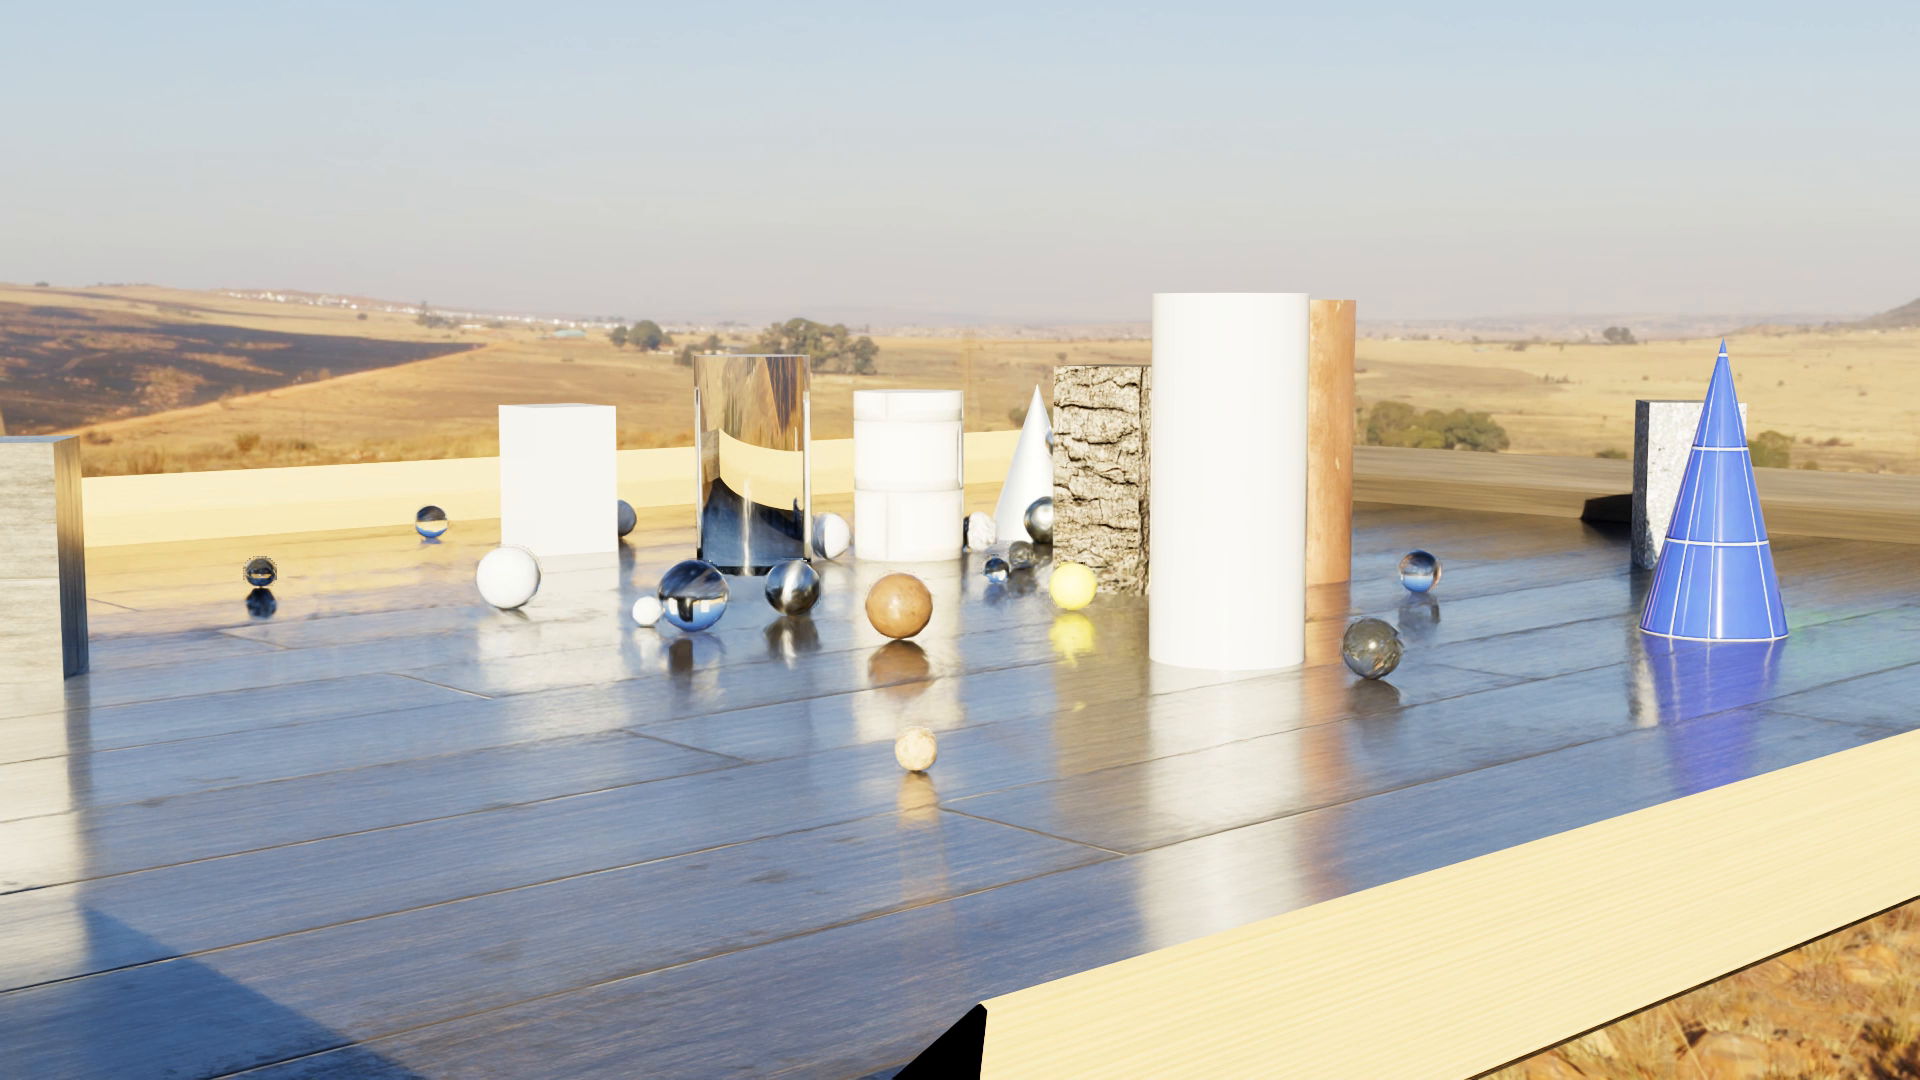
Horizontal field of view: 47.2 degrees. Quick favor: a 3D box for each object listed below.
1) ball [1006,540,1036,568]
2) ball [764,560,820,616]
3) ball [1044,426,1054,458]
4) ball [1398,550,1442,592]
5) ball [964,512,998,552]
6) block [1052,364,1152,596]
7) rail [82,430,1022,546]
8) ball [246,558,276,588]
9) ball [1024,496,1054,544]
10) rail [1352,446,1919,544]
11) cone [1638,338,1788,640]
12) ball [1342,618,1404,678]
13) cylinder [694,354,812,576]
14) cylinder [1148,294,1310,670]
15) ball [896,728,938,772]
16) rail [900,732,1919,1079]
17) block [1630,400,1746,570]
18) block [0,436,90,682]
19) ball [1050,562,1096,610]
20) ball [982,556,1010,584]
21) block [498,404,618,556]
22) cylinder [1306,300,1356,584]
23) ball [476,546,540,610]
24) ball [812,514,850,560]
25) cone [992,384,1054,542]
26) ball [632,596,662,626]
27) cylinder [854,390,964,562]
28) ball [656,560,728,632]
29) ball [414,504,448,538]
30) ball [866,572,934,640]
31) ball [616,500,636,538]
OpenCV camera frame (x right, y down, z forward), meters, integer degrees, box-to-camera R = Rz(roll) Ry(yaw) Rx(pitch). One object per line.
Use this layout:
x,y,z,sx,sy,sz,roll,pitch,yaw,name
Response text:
0.106,0.025,3.809,0.050,0.050,0.050,0,6,0,ball
-0.247,0.070,3.230,0.082,0.082,0.082,0,6,0,ball
0.201,-0.190,4.283,0.073,0.073,0.073,0,6,0,ball
0.729,0.050,3.488,0.067,0.067,0.067,0,6,0,ball
0.034,-0.015,4.089,0.072,0.072,0.072,0,6,0,ball
0.261,-0.102,3.543,0.160,0.358,0.160,4,7,36,block
-1.155,-0.096,4.577,3.888,0.130,0.045,-5,8,-42,rail
-1.132,0.053,3.557,0.047,0.047,0.047,0,6,0,ball
0.167,-0.038,4.208,0.093,0.093,0.093,0,6,0,ball
1.411,-0.101,4.627,0.045,0.130,3.454,-5,8,-42,rail
1.054,-0.077,3.057,0.200,0.409,0.200,0,6,0,cone
0.501,0.131,2.674,0.074,0.074,0.074,0,6,0,ball
-0.357,-0.134,3.797,0.200,0.369,0.200,0,6,0,cylinder
0.344,-0.081,2.815,0.200,0.466,0.200,0,6,0,cylinder
-0.042,0.204,2.135,0.041,0.041,0.041,0,6,0,ball
1.155,0.163,2.087,3.888,0.130,0.045,-5,8,-42,rail
1.277,-0.100,3.863,0.160,0.288,0.160,1,6,8,block
-1.178,0.020,2.708,0.160,0.288,0.160,-1,6,-11,block
0.169,0.069,3.289,0.070,0.070,0.070,0,6,0,ball
0.059,0.049,3.609,0.043,0.043,0.043,0,6,0,ball
-0.749,-0.116,4.102,0.160,0.270,0.160,-4,7,-36,block
0.557,-0.169,3.677,0.200,0.463,0.200,0,6,0,cylinder
-0.676,0.056,3.293,0.095,0.095,0.095,0,6,0,ball
-0.238,-0.007,3.954,0.083,0.083,0.083,0,6,0,ball
0.153,-0.158,4.350,0.200,0.302,0.200,0,6,0,cone
-0.443,0.101,3.119,0.041,0.041,0.041,0,6,0,ball
-0.093,-0.120,4.001,0.200,0.300,0.200,0,6,0,cylinder
-0.373,0.077,3.068,0.100,0.100,0.100,0,6,0,ball
-1.040,-0.036,4.324,0.066,0.066,0.066,0,6,0,ball
-0.082,0.090,2.989,0.092,0.092,0.092,0,6,0,ball
-0.675,-0.042,4.330,0.076,0.076,0.076,0,6,0,ball
